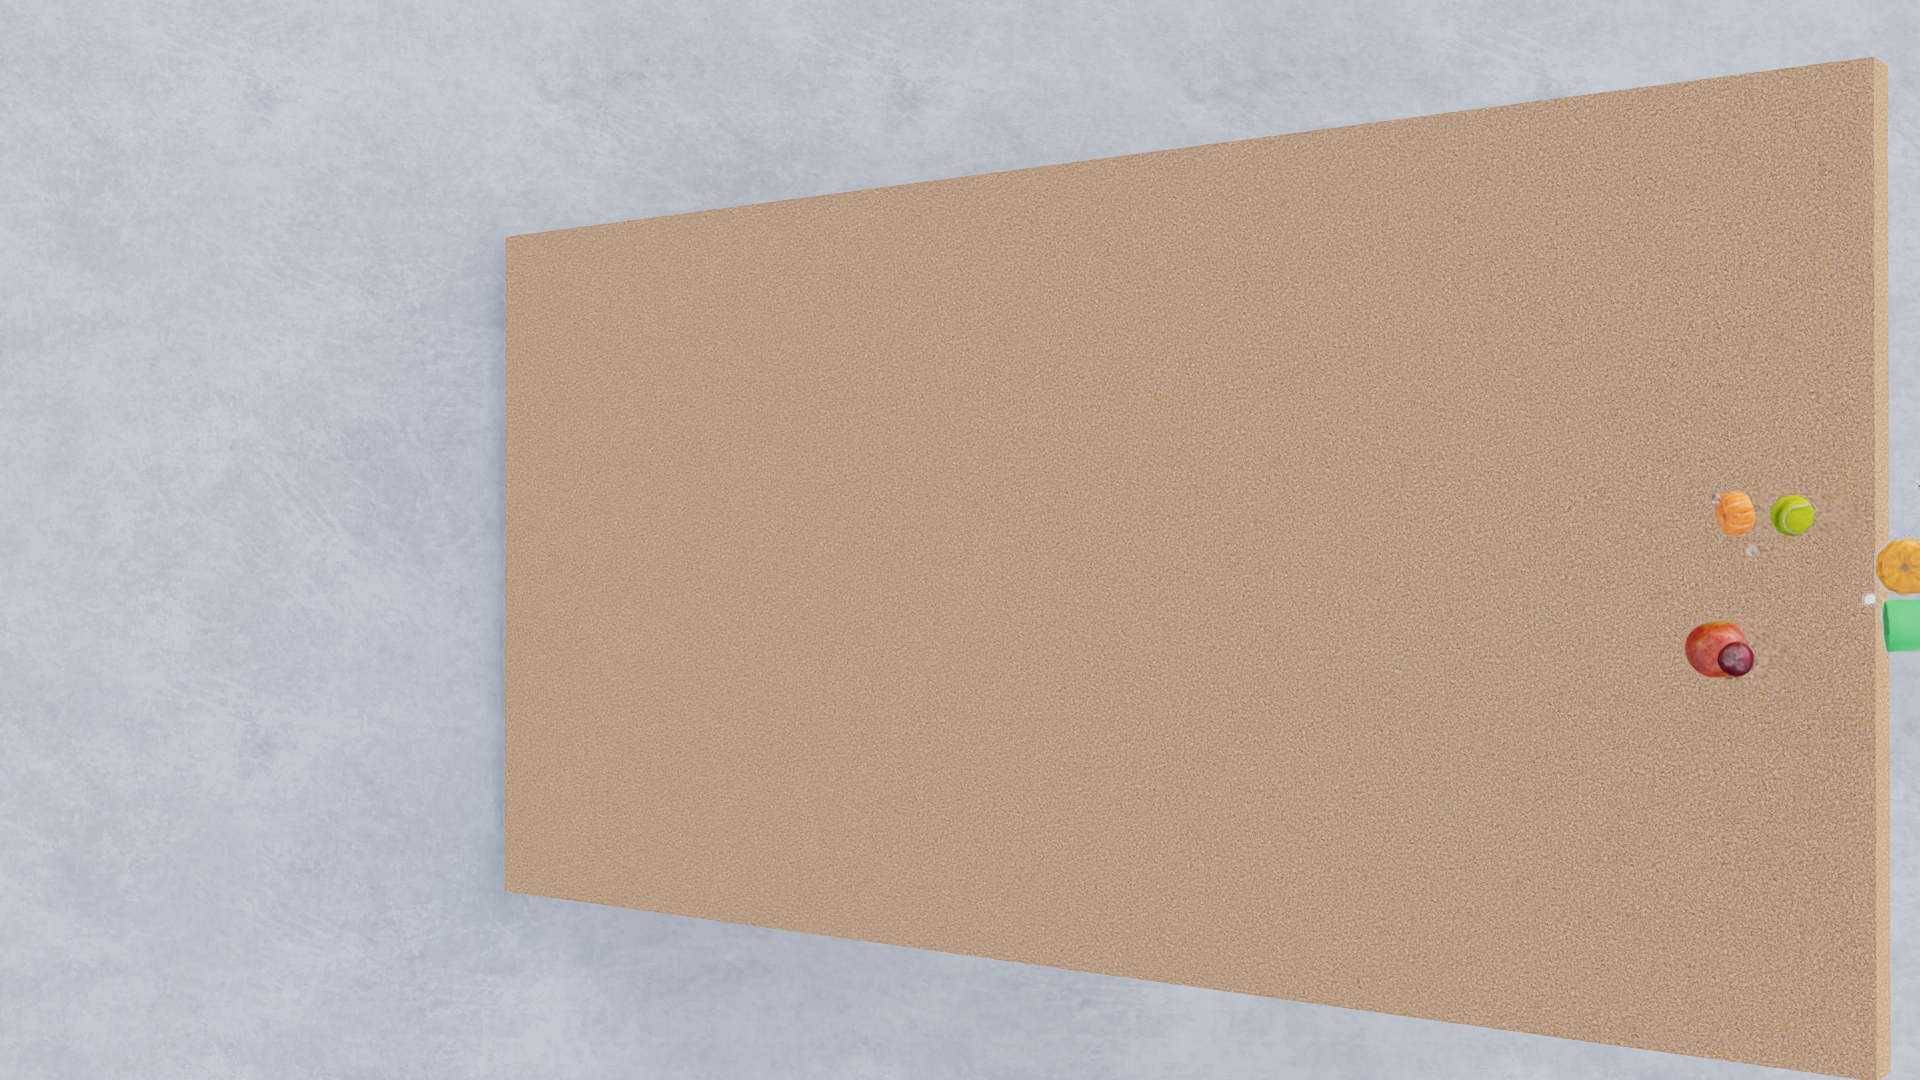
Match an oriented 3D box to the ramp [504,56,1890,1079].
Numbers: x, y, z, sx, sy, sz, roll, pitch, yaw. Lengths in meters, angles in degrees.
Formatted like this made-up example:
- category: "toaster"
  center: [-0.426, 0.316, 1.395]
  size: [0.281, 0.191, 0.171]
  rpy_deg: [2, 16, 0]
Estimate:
- category: "ramp"
  center: [0.228, 0.064, 5.545]
  size: [4.000, 0.100, 2.000]
  rpy_deg: [0, 89, 37]
